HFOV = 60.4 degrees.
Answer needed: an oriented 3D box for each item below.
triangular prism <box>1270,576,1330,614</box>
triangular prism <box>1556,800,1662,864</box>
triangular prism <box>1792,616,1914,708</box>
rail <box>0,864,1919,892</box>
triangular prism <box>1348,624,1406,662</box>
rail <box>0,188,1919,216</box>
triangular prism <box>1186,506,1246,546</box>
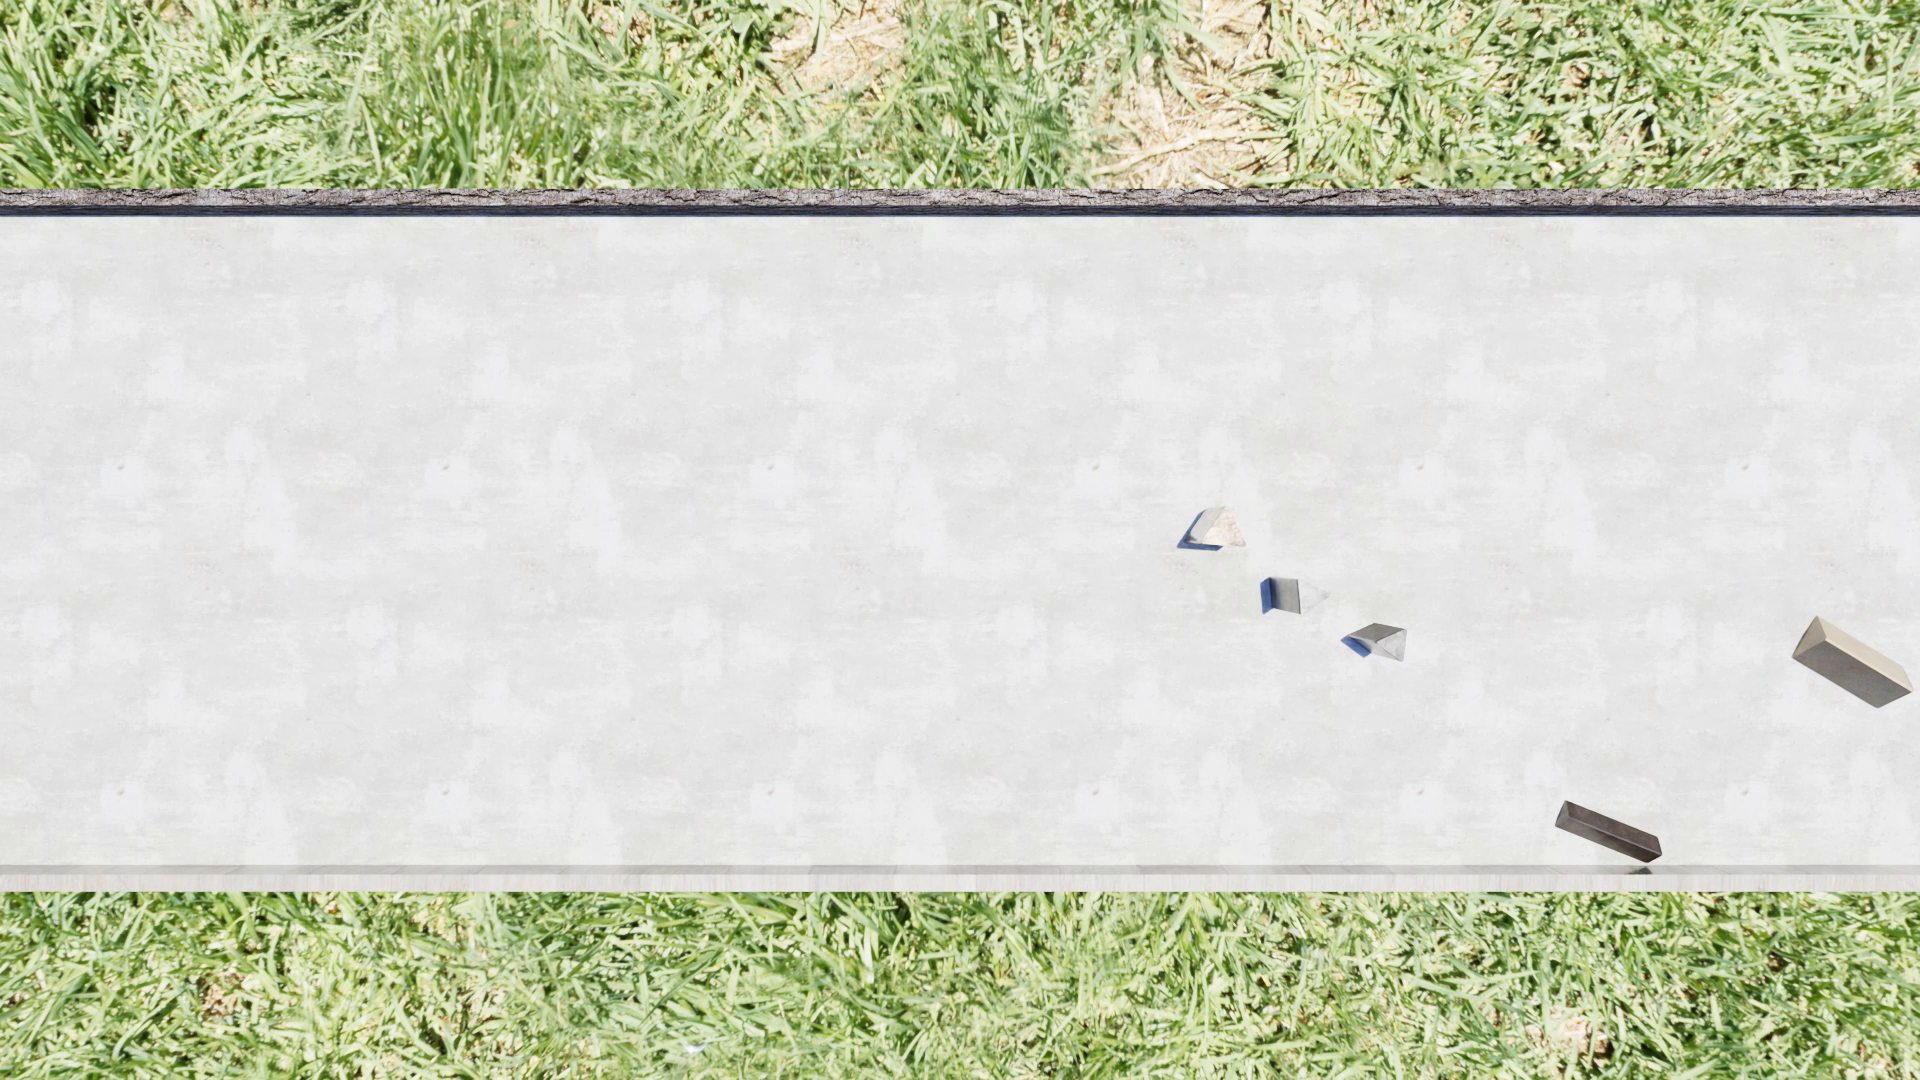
[{"bbox_3d":[0.978,0.147,4.858,0.100,0.438,0.086,-35,90,0],"label":"triangular prism"},{"bbox_3d":[1.987,0.897,5.037,0.306,0.075,0.087,22,90,0],"label":"triangular prism"},{"bbox_3d":[2.728,0.375,5.009,0.306,0.128,0.148,31,90,0],"label":"triangular prism"},{"bbox_3d":[-2.247,1.025,5.001,12.000,0.150,0.050,0,90,0],"label":"rail"},{"bbox_3d":[1.255,0.288,4.899,0.094,0.355,0.081,36,90,0],"label":"triangular prism"},{"bbox_3d":[-2.247,-1.025,5.002,12.000,0.150,0.050,0,90,0],"label":"rail"},{"bbox_3d":[0.758,-0.043,4.893,0.127,0.367,0.110,5,90,0],"label":"triangular prism"}]
